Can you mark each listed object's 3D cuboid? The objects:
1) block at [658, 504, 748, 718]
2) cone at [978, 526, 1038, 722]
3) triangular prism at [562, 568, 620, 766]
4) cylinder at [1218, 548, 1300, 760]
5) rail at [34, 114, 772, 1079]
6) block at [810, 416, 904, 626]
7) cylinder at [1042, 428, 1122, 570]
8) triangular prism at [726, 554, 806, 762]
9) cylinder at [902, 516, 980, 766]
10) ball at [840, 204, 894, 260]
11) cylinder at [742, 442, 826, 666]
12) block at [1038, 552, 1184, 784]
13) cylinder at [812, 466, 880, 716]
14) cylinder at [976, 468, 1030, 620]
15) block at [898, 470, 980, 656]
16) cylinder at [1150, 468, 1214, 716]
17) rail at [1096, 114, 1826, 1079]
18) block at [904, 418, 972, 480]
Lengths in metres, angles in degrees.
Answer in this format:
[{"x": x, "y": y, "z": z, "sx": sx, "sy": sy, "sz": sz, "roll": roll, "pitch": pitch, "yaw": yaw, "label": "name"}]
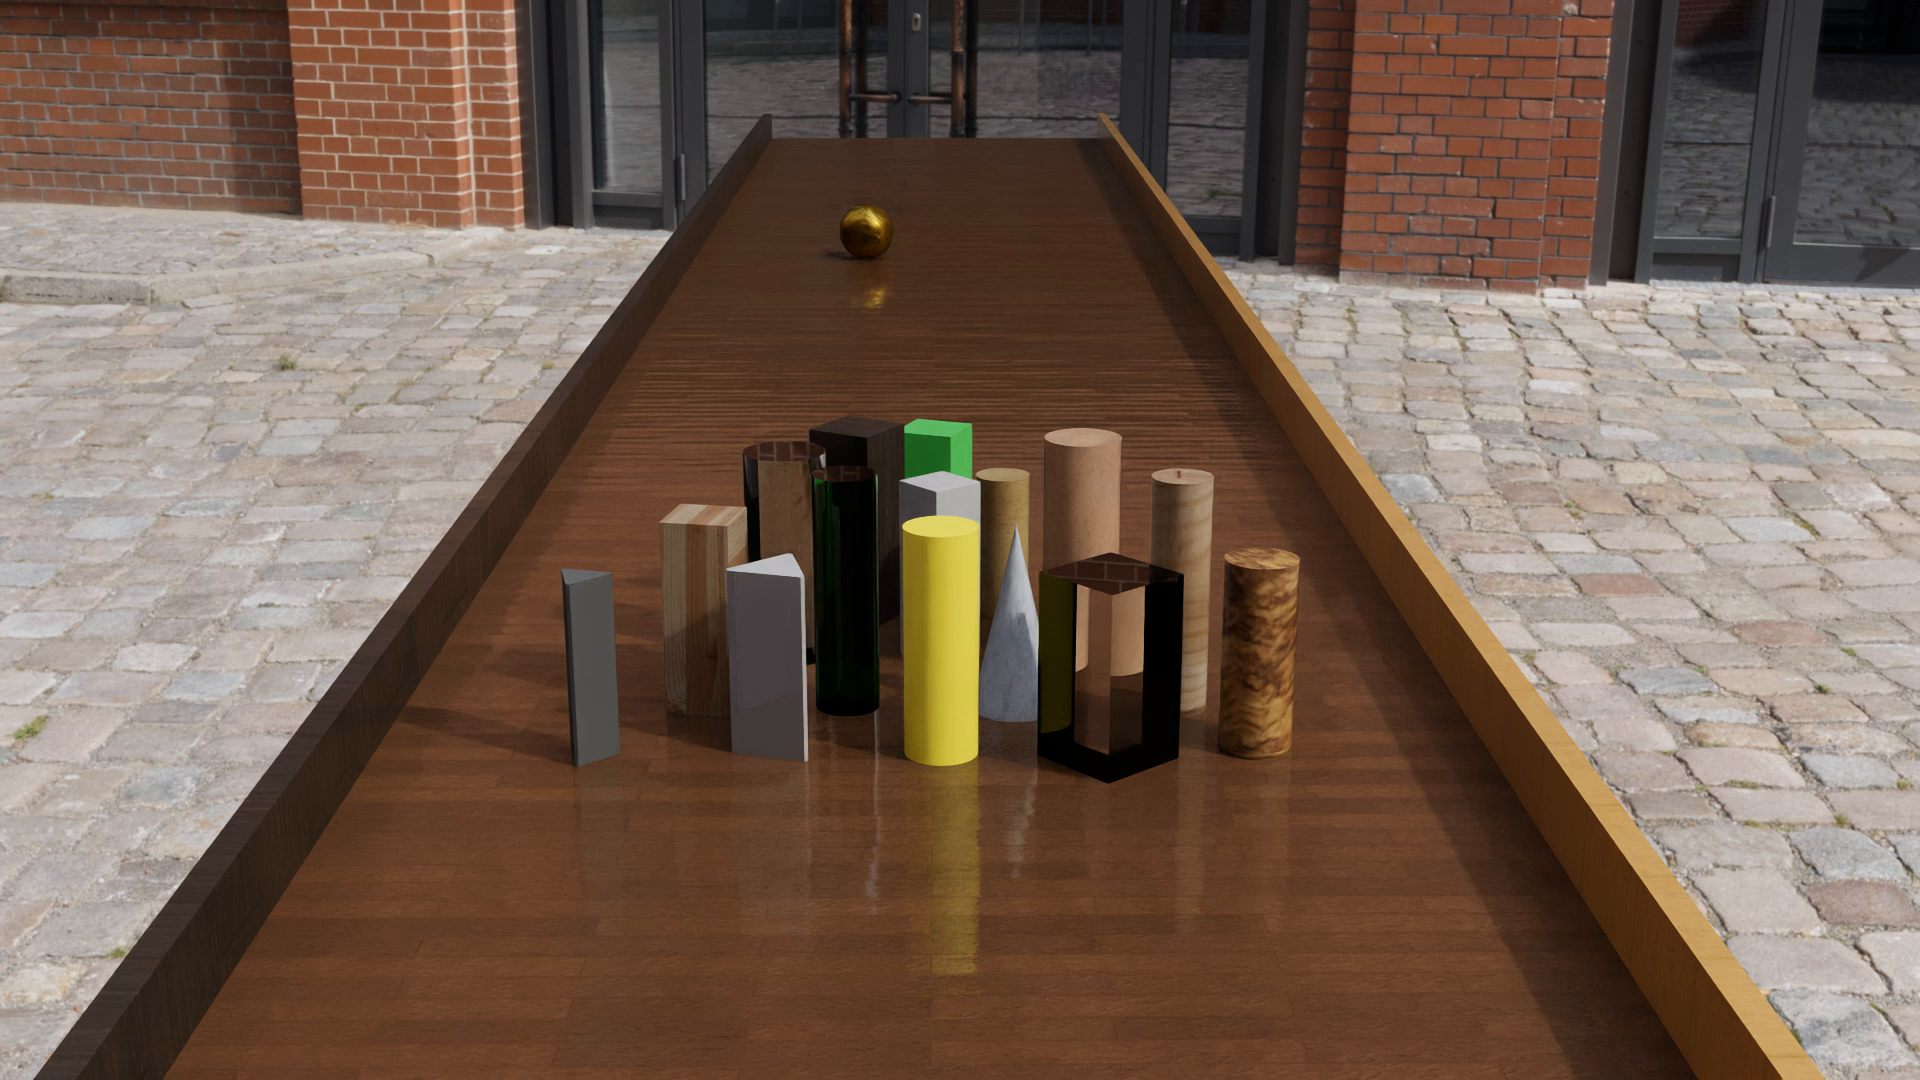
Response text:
[{"x": -0.476, "y": 0.132, "z": 4.127, "sx": 0.130, "sy": 0.374, "sz": 0.130, "roll": 3, "pitch": 17, "yaw": 10, "label": "block"}, {"x": 0.104, "y": 0.142, "z": 4.115, "sx": 0.164, "sy": 0.361, "sz": 0.164, "roll": 0, "pitch": 17, "yaw": 0, "label": "cone"}, {"x": -0.671, "y": 0.221, "z": 3.892, "sx": 0.094, "sy": 0.338, "sz": 0.082, "roll": -16, "pitch": 23, "yaw": -42, "label": "triangular prism"}, {"x": 0.532, "y": 0.203, "z": 3.921, "sx": 0.132, "sy": 0.356, "sz": 0.132, "roll": 0, "pitch": 17, "yaw": 0, "label": "cylinder"}, {"x": -1.118, "y": -0.838, "z": 7.780, "sx": 0.050, "sy": 0.150, "sz": 12.000, "roll": 0, "pitch": 17, "yaw": -1, "label": "rail"}, {"x": -0.214, "y": -0.037, "z": 4.623, "sx": 0.143, "sy": 0.415, "sz": 0.143, "roll": 10, "pitch": 19, "yaw": 29, "label": "block"}, {"x": 0.243, "y": 0.013, "z": 4.397, "sx": 0.153, "sy": 0.449, "sz": 0.153, "roll": 0, "pitch": 17, "yaw": 0, "label": "cylinder"}, {"x": -0.323, "y": 0.206, "z": 3.933, "sx": 0.144, "sy": 0.343, "sz": 0.124, "roll": 5, "pitch": 17, "yaw": 16, "label": "triangular prism"}, {"x": -0.033, "y": 0.178, "z": 3.889, "sx": 0.134, "sy": 0.421, "sz": 0.134, "roll": 0, "pitch": 17, "yaw": 0, "label": "cylinder"}, {"x": -0.388, "y": -1.282, "z": 9.142, "sx": 0.226, "sy": 0.226, "sz": 0.226, "roll": 0, "pitch": 17, "yaw": 0, "label": "ball"}, {"x": -0.347, "y": 0.027, "z": 4.395, "sx": 0.164, "sy": 0.422, "sz": 0.164, "roll": 0, "pitch": 17, "yaw": 0, "label": "cylinder"}, {"x": 0.264, "y": 0.222, "z": 3.878, "sx": 0.178, "sy": 0.343, "sz": 0.178, "roll": -14, "pitch": 22, "yaw": -40, "label": "block"}, {"x": -0.212, "y": 0.095, "z": 4.109, "sx": 0.121, "sy": 0.454, "sz": 0.121, "roll": 0, "pitch": 17, "yaw": 0, "label": "cylinder"}, {"x": 0.090, "y": 0.009, "z": 4.657, "sx": 0.113, "sy": 0.307, "sz": 0.113, "roll": 0, "pitch": 17, "yaw": 0, "label": "cylinder"}, {"x": -0.040, "y": 0.057, "z": 4.399, "sx": 0.114, "sy": 0.362, "sz": 0.114, "roll": -14, "pitch": 22, "yaw": -39, "label": "block"}, {"x": 0.410, "y": 0.099, "z": 4.105, "sx": 0.114, "sy": 0.450, "sz": 0.114, "roll": 0, "pitch": 17, "yaw": 0, "label": "cylinder"}, {"x": 0.932, "y": -0.844, "z": 7.801, "sx": 0.050, "sy": 0.150, "sz": 12.000, "roll": 0, "pitch": 17, "yaw": -1, "label": "rail"}, {"x": -0.058, "y": -0.082, "z": 4.897, "sx": 0.132, "sy": 0.345, "sz": 0.132, "roll": 6, "pitch": 18, "yaw": 20, "label": "block"}]
